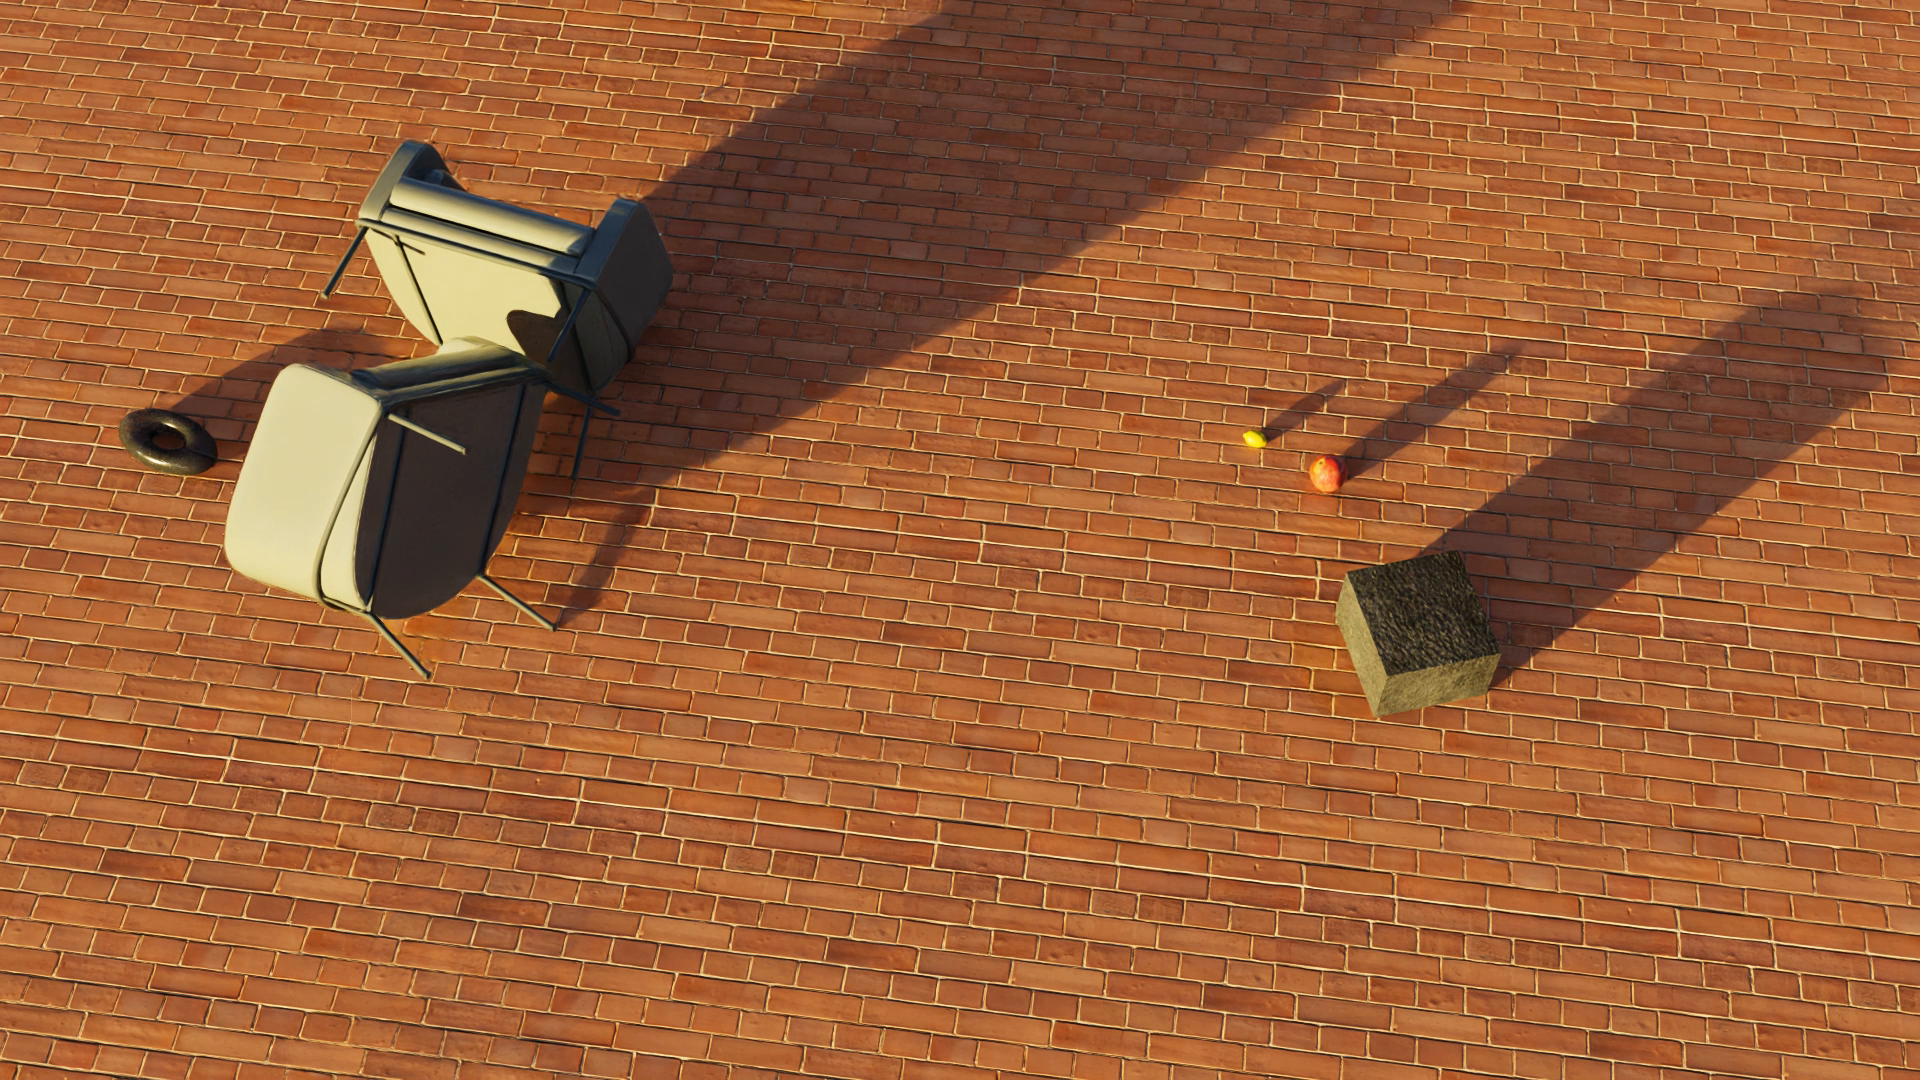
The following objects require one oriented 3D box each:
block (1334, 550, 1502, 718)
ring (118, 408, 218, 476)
[{"bbox_3d":[1.297,0.266,6.256,0.334,0.231,0.353,-11,57,-7],"label":"block"},{"bbox_3d":[-2.423,-0.301,6.728,0.345,0.082,0.196,23,60,14],"label":"ring"}]
